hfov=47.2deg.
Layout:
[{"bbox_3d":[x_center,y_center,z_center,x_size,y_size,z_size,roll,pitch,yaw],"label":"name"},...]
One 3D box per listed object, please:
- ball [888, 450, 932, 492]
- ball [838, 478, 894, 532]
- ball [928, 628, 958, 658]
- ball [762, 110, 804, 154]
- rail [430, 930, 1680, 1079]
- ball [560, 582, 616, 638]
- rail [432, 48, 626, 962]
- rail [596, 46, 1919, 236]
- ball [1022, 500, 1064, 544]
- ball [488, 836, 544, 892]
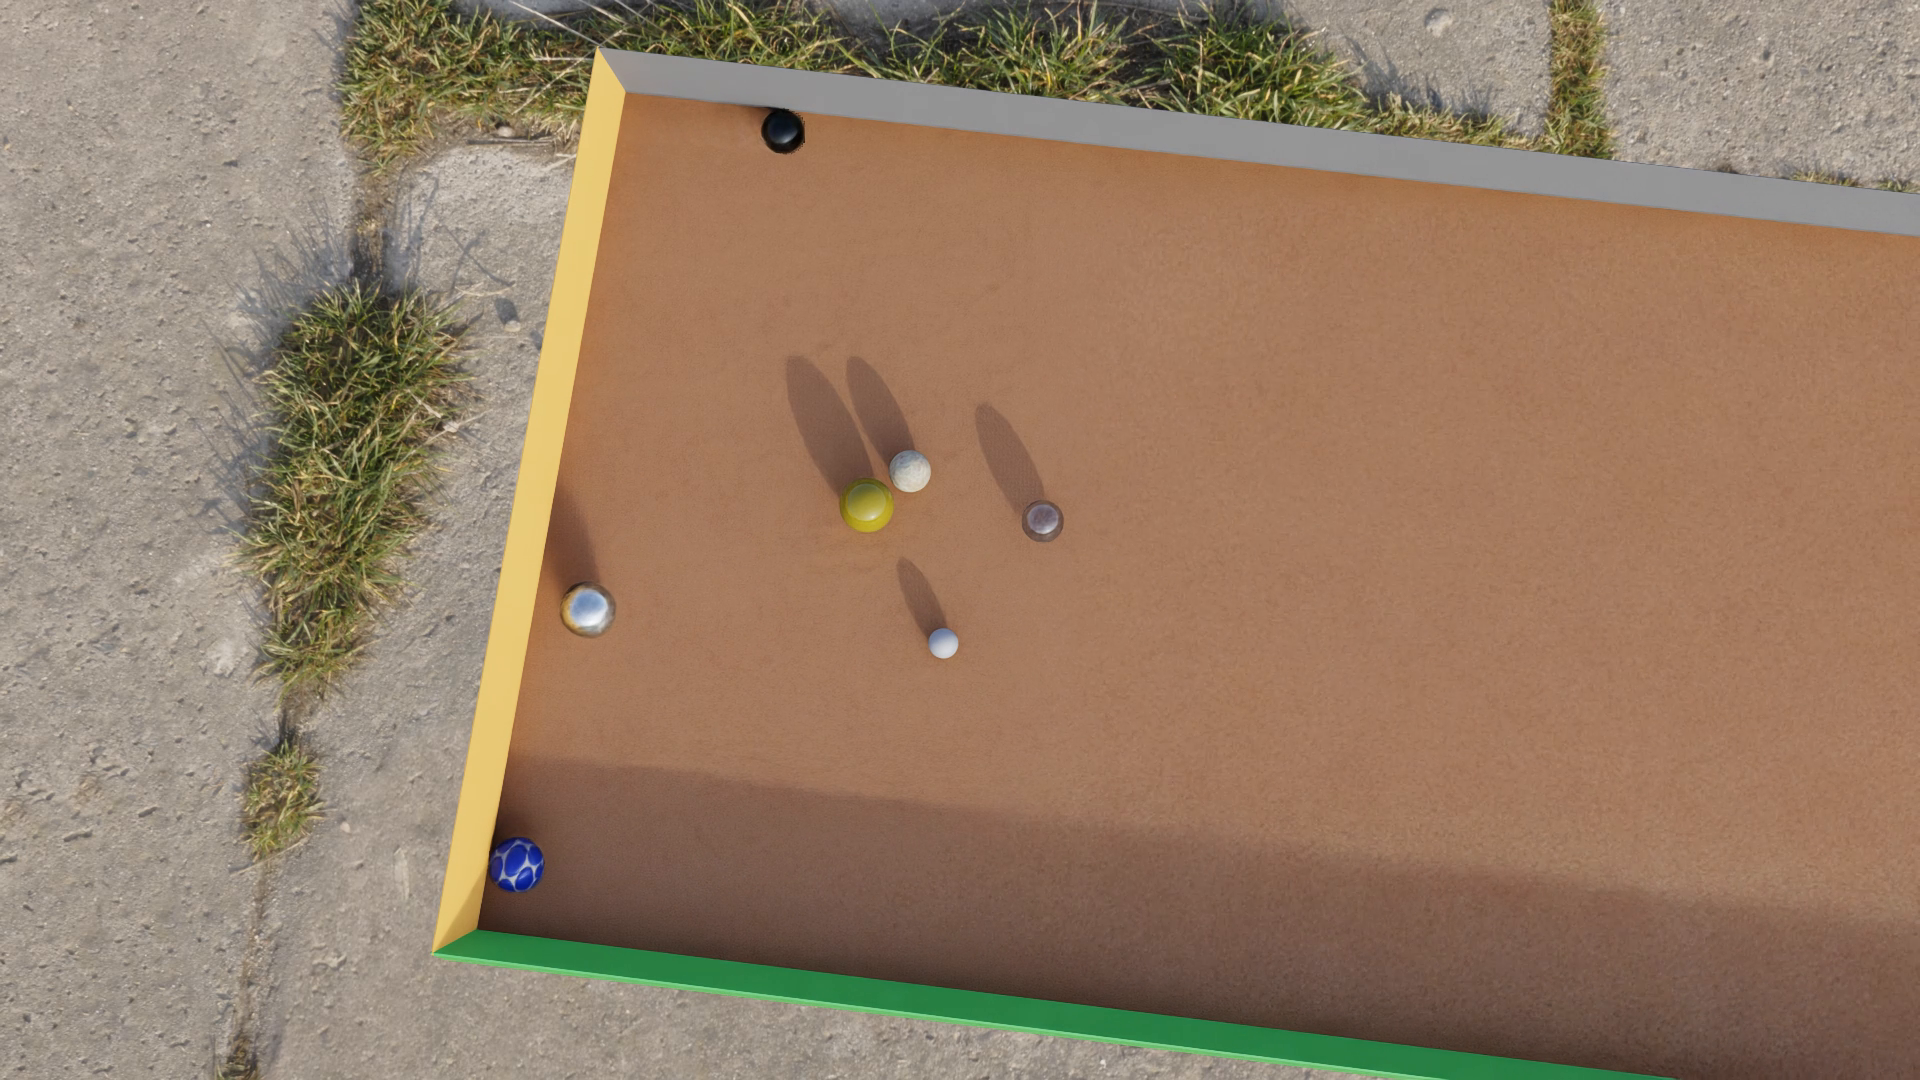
[{"bbox_3d":[-0.077,-0.106,3.381,0.065,0.065,0.065,0,75,0],"label":"ball"},{"bbox_3d":[-0.142,-0.053,3.357,0.085,0.085,0.085,0,75,0],"label":"ball"},{"bbox_3d":[-0.025,0.156,3.320,0.046,0.046,0.046,0,75,0],"label":"ball"},{"bbox_3d":[-0.284,-0.654,3.528,0.069,0.069,0.069,0,75,0],"label":"ball"},{"bbox_3d":[0.579,0.735,3.130,2.673,0.110,0.045,7,75,2],"label":"rail"},{"bbox_3d":[-0.561,0.105,3.314,0.085,0.085,0.085,0,75,0],"label":"ball"},{"bbox_3d":[-0.640,-0.081,3.351,0.045,0.110,1.429,7,75,2],"label":"rail"},{"bbox_3d":[0.747,-0.589,3.488,2.673,0.110,0.045,7,75,2],"label":"rail"},{"bbox_3d":[0.126,-0.029,3.360,0.066,0.066,0.066,0,75,0],"label":"ball"},{"bbox_3d":[-0.649,0.474,3.217,0.080,0.080,0.080,0,75,0],"label":"ball"}]
